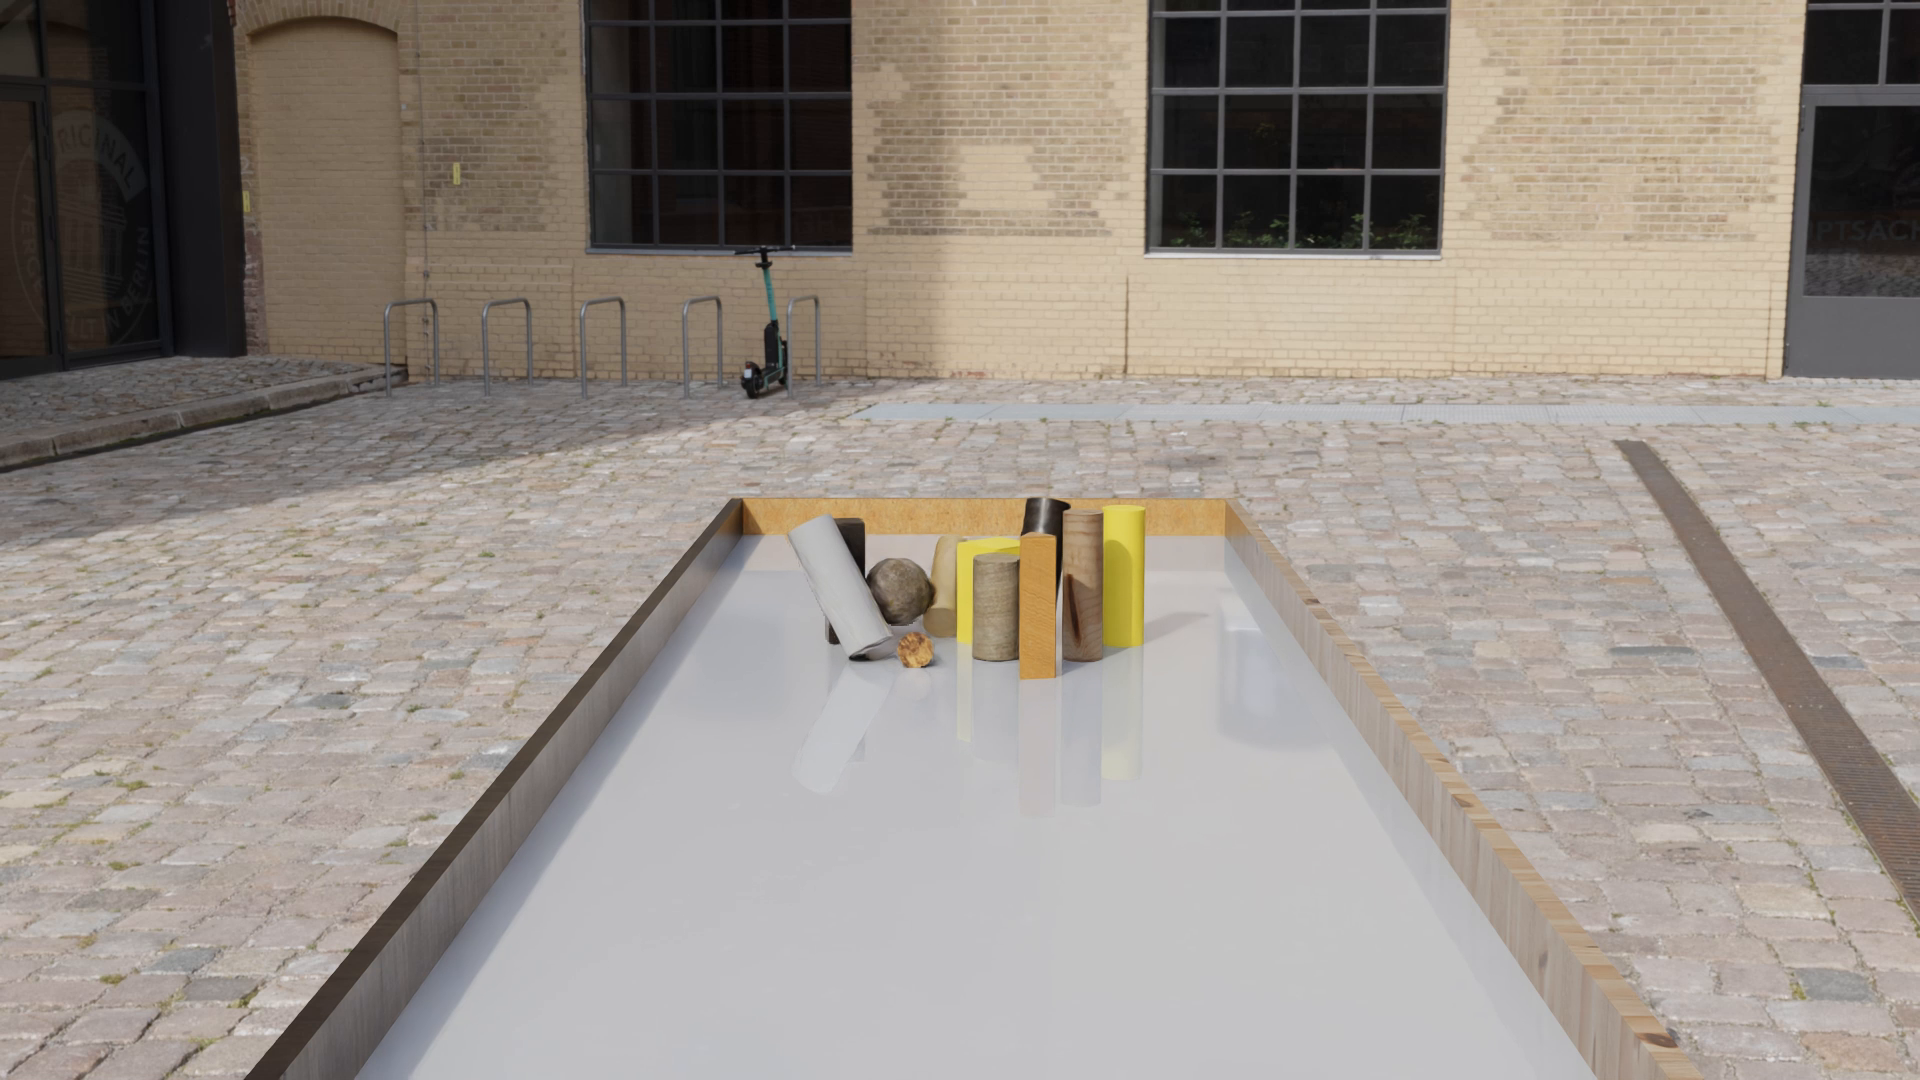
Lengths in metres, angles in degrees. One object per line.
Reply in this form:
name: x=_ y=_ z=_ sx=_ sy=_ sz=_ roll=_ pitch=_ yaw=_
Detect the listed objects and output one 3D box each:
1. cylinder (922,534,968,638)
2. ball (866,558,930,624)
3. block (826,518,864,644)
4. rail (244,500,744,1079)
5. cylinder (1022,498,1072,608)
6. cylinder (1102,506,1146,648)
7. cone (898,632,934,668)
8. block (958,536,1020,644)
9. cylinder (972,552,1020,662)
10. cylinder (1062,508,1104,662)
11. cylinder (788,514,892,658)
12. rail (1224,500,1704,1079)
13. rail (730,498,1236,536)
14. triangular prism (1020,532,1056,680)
cylinder: x=-0.040 y=0.146 z=7.159 sx=0.123 sy=0.123 sz=0.390 roll=1 pitch=37 yaw=7
ball: x=-0.201 y=0.162 z=6.995 sx=0.215 sy=0.215 sz=0.215 roll=0 pitch=9 yaw=0
block: x=-0.364 y=0.129 z=6.966 sx=0.115 sy=0.385 sz=0.115 roll=-1 pitch=9 yaw=-8
rail: x=-1.004 y=0.839 z=3.234 sx=0.050 sy=0.150 sz=12.000 roll=0 pitch=9 yaw=1
cylinder: x=0.260 y=0.079 z=7.123 sx=0.148 sy=0.408 sz=0.148 roll=8 pitch=-12 yaw=2
cylinder: x=0.513 y=0.113 z=6.924 sx=0.136 sy=0.430 sz=0.136 roll=0 pitch=9 yaw=0
cone: x=-0.127 y=0.329 z=6.763 sx=0.107 sy=0.107 sz=0.347 roll=0 pitch=0 yaw=2
block: x=0.118 y=0.166 z=6.947 sx=0.177 sy=0.318 sz=0.177 roll=-8 pitch=12 yaw=-42
cylinder: x=0.114 y=0.204 z=6.720 sx=0.153 sy=0.307 sz=0.153 roll=0 pitch=12 yaw=0
cylinder: x=0.374 y=0.138 z=6.694 sx=0.125 sy=0.452 sz=0.125 roll=0 pitch=9 yaw=0
cylinder: x=-0.368 y=0.140 z=6.728 sx=0.153 sy=0.419 sz=0.153 roll=-27 pitch=-7 yaw=-4
rail: x=1.046 y=0.843 z=3.208 sx=0.050 sy=0.150 sz=12.000 roll=0 pitch=9 yaw=1
rail: x=0.099 y=-0.098 z=9.147 sx=2.100 sy=0.150 sz=0.050 roll=0 pitch=9 yaw=1
triangular prism: x=0.218 y=0.191 z=6.456 sx=0.107 sy=0.422 sz=0.093 roll=-2 pitch=9 yaw=-11
